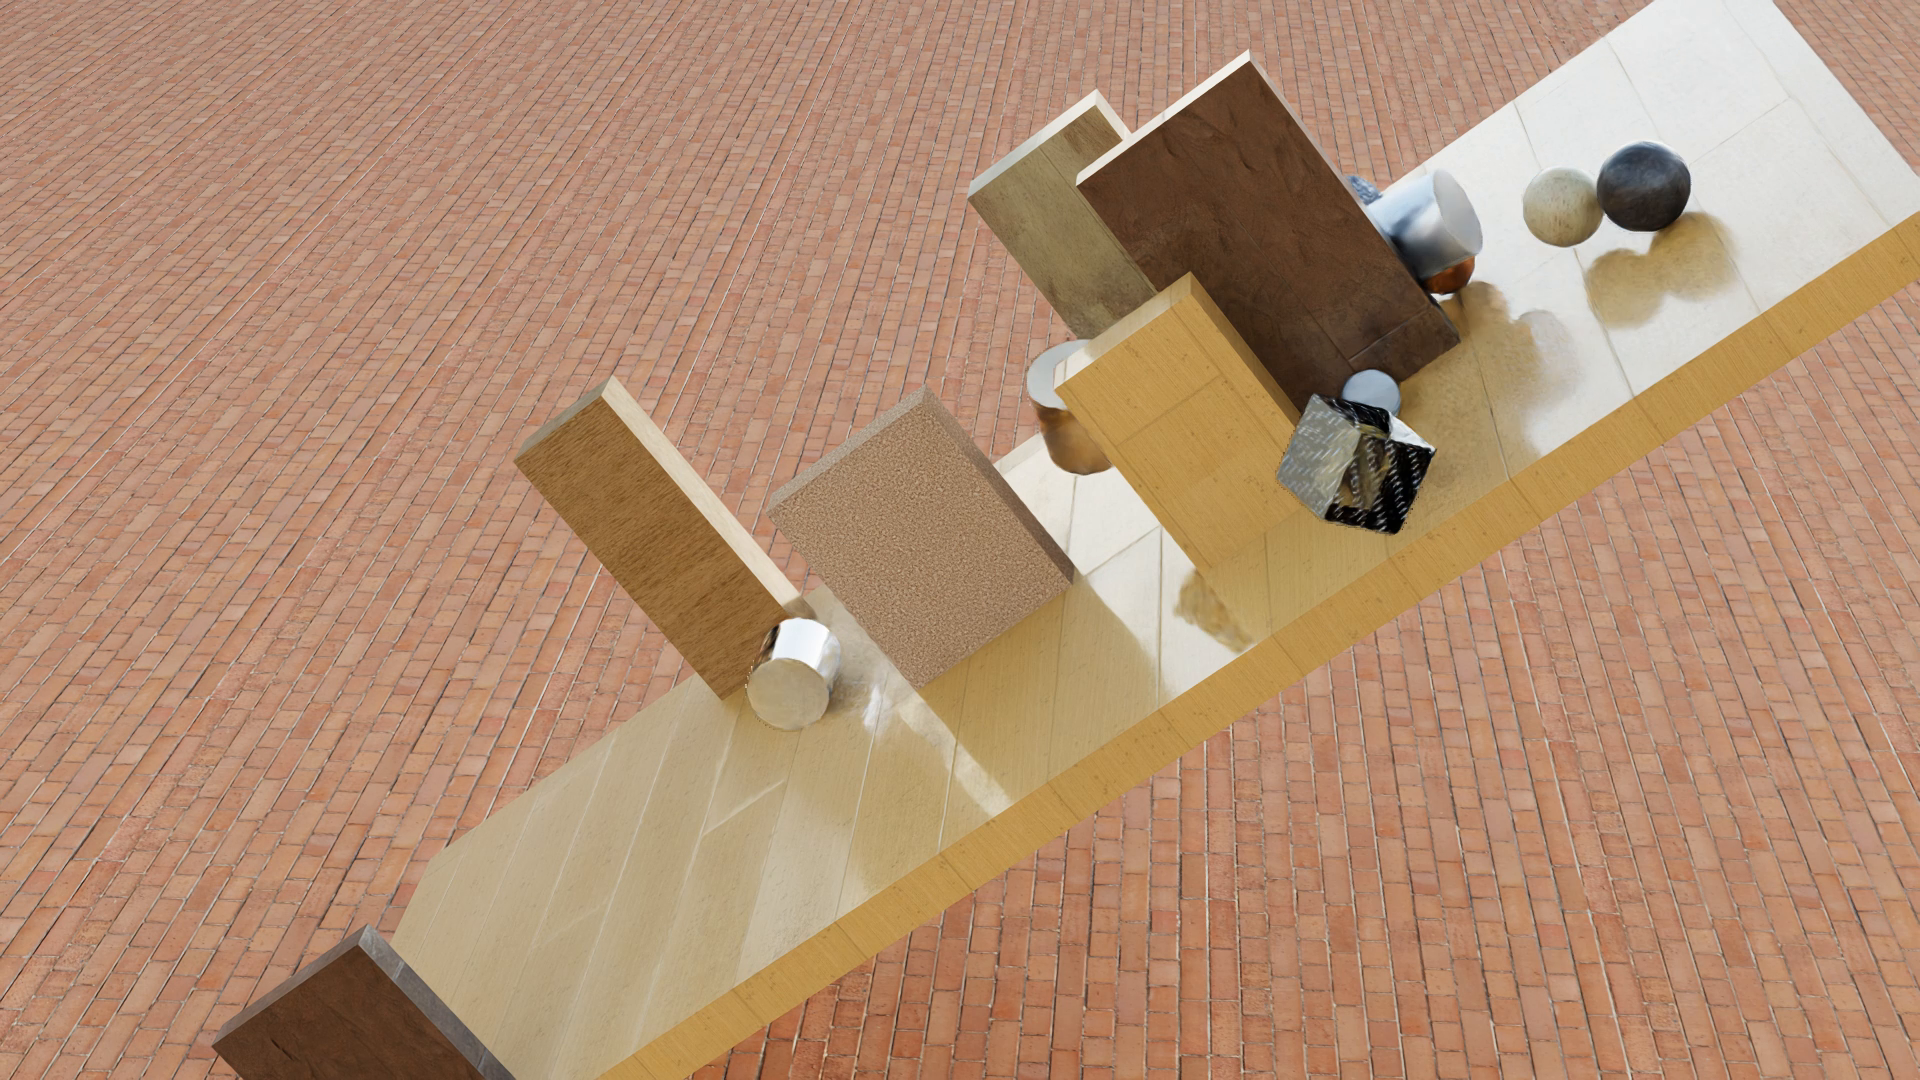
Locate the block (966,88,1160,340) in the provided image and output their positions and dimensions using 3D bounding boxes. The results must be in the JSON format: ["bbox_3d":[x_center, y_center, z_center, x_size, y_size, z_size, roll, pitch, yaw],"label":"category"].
[{"bbox_3d":[0.372,-0.577,6.345,0.341,0.714,0.131,-35,16,17],"label":"block"}]

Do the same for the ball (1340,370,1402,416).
[{"bbox_3d":[0.789,-0.269,5.650,0.117,0.117,0.117,0,23,0],"label":"ball"}]

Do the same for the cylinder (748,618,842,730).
[{"bbox_3d":[-0.370,0.300,6.598,0.183,0.183,0.183,3,27,6],"label":"cylinder"}]

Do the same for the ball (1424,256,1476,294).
[{"bbox_3d":[0.986,-0.564,5.997,0.127,0.127,0.127,0,23,0],"label":"ball"}]

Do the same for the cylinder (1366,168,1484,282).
[{"bbox_3d":[0.912,-0.614,5.864,0.187,0.187,0.187,-26,9,31],"label":"cylinder"}]

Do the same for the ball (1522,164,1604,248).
[{"bbox_3d":[1.162,-0.643,5.660,0.158,0.158,0.158,0,23,0],"label":"ball"}]

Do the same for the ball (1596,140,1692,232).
[{"bbox_3d":[1.281,-0.663,5.509,0.173,0.173,0.173,0,23,0],"label":"ball"}]

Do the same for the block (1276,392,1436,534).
[{"bbox_3d":[0.696,-0.134,5.182,0.168,0.168,0.168,10,22,-31],"label":"block"}]

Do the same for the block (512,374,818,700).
[{"bbox_3d":[-0.705,-0.001,7.099,0.279,0.780,0.148,-35,16,17],"label":"block"}]

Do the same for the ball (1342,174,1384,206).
[{"bbox_3d":[0.824,-0.687,6.287,0.185,0.185,0.185,0,23,0],"label":"ball"}]

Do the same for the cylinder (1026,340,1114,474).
[{"bbox_3d":[0.256,-0.275,6.100,0.198,0.198,0.198,-10,46,10],"label":"cylinder"}]

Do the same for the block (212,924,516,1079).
[{"bbox_3d":[-1.185,1.050,5.878,0.402,0.460,0.082,-35,16,17],"label":"block"}]

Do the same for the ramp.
[{"bbox_3d":[0.126,0.181,6.328,4.000,0.100,2.000,-35,16,17],"label":"ramp"}]

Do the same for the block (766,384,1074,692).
[{"bbox_3d":[-0.082,-0.001,6.173,0.417,0.509,0.109,-35,16,17],"label":"block"}]

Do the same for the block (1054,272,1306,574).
[{"bbox_3d":[0.452,-0.222,5.630,0.320,0.472,0.136,-35,16,17],"label":"block"}]

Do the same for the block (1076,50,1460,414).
[{"bbox_3d":[0.605,-0.552,5.762,0.412,0.703,0.086,-35,16,17],"label":"block"}]
